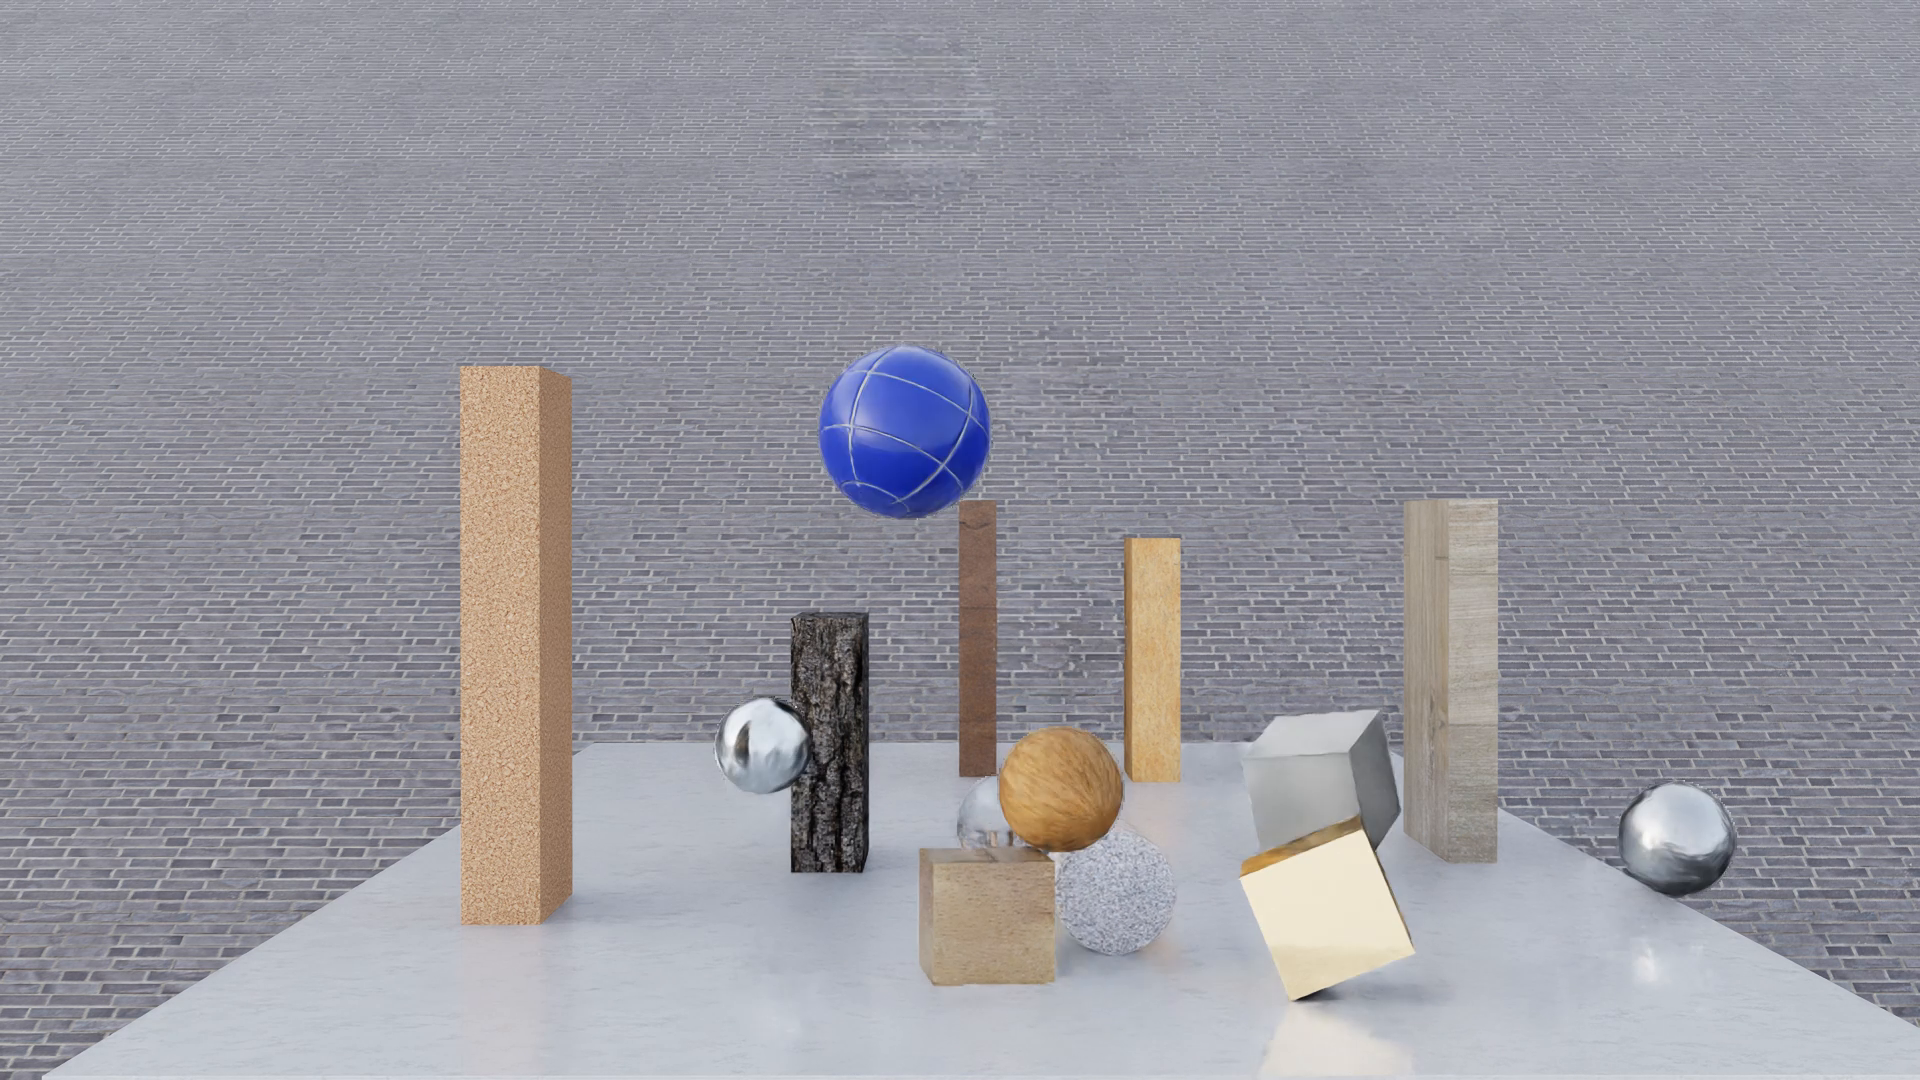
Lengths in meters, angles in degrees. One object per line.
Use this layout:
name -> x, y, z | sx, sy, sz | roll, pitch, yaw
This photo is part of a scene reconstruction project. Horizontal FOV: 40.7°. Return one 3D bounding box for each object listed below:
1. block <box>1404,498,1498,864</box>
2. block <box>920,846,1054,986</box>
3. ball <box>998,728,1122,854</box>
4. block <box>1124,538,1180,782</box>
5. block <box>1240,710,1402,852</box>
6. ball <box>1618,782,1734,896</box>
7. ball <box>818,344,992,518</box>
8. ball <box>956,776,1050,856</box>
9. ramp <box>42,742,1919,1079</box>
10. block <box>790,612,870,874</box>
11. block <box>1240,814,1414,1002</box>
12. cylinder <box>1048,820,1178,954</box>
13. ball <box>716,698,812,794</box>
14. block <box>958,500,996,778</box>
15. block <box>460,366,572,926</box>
block -> 0.847, 0.232, 4.481 | 0.081, 0.602, 0.432 | 0, 0, 0
block -> 0.032, 0.467, 3.222 | 0.149, 0.149, 0.149 | 0, 0, -7
ball -> 0.128, 0.318, 3.283 | 0.158, 0.158, 0.158 | 0, 29, 0
block -> 0.426, 0.260, 5.754 | 0.105, 0.529, 0.274 | 0, 0, 0
block -> 0.582, 0.395, 4.157 | 0.180, 0.180, 0.180 | -6, 15, 28
ball -> 1.081, 0.451, 3.903 | 0.170, 0.170, 0.170 | 0, 29, 0
ball -> -0.057, -0.112, 2.656 | 0.178, 0.178, 0.178 | 0, 29, 0
ball -> 0.076, 0.454, 4.109 | 0.162, 0.162, 0.162 | 0, 29, 0
ramp -> 0.065, 0.582, 4.629 | 2.000, 0.100, 4.000 | 0, 0, 0
block -> -0.214, 0.330, 4.306 | 0.115, 0.409, 0.306 | 0, 0, 0
block -> 0.440, 0.439, 3.108 | 0.156, 0.156, 0.156 | -23, -3, 7
cylinder -> 0.199, 0.459, 3.450 | 0.160, 0.160, 0.160 | -2, 0, -3
ball -> -0.310, 0.326, 4.088 | 0.152, 0.152, 0.152 | 0, 29, 0
block -> 0.039, 0.218, 5.911 | 0.083, 0.612, 0.368 | 0, 0, 0
block -> -0.643, 0.147, 3.768 | 0.110, 0.782, 0.306 | 0, 0, 0
